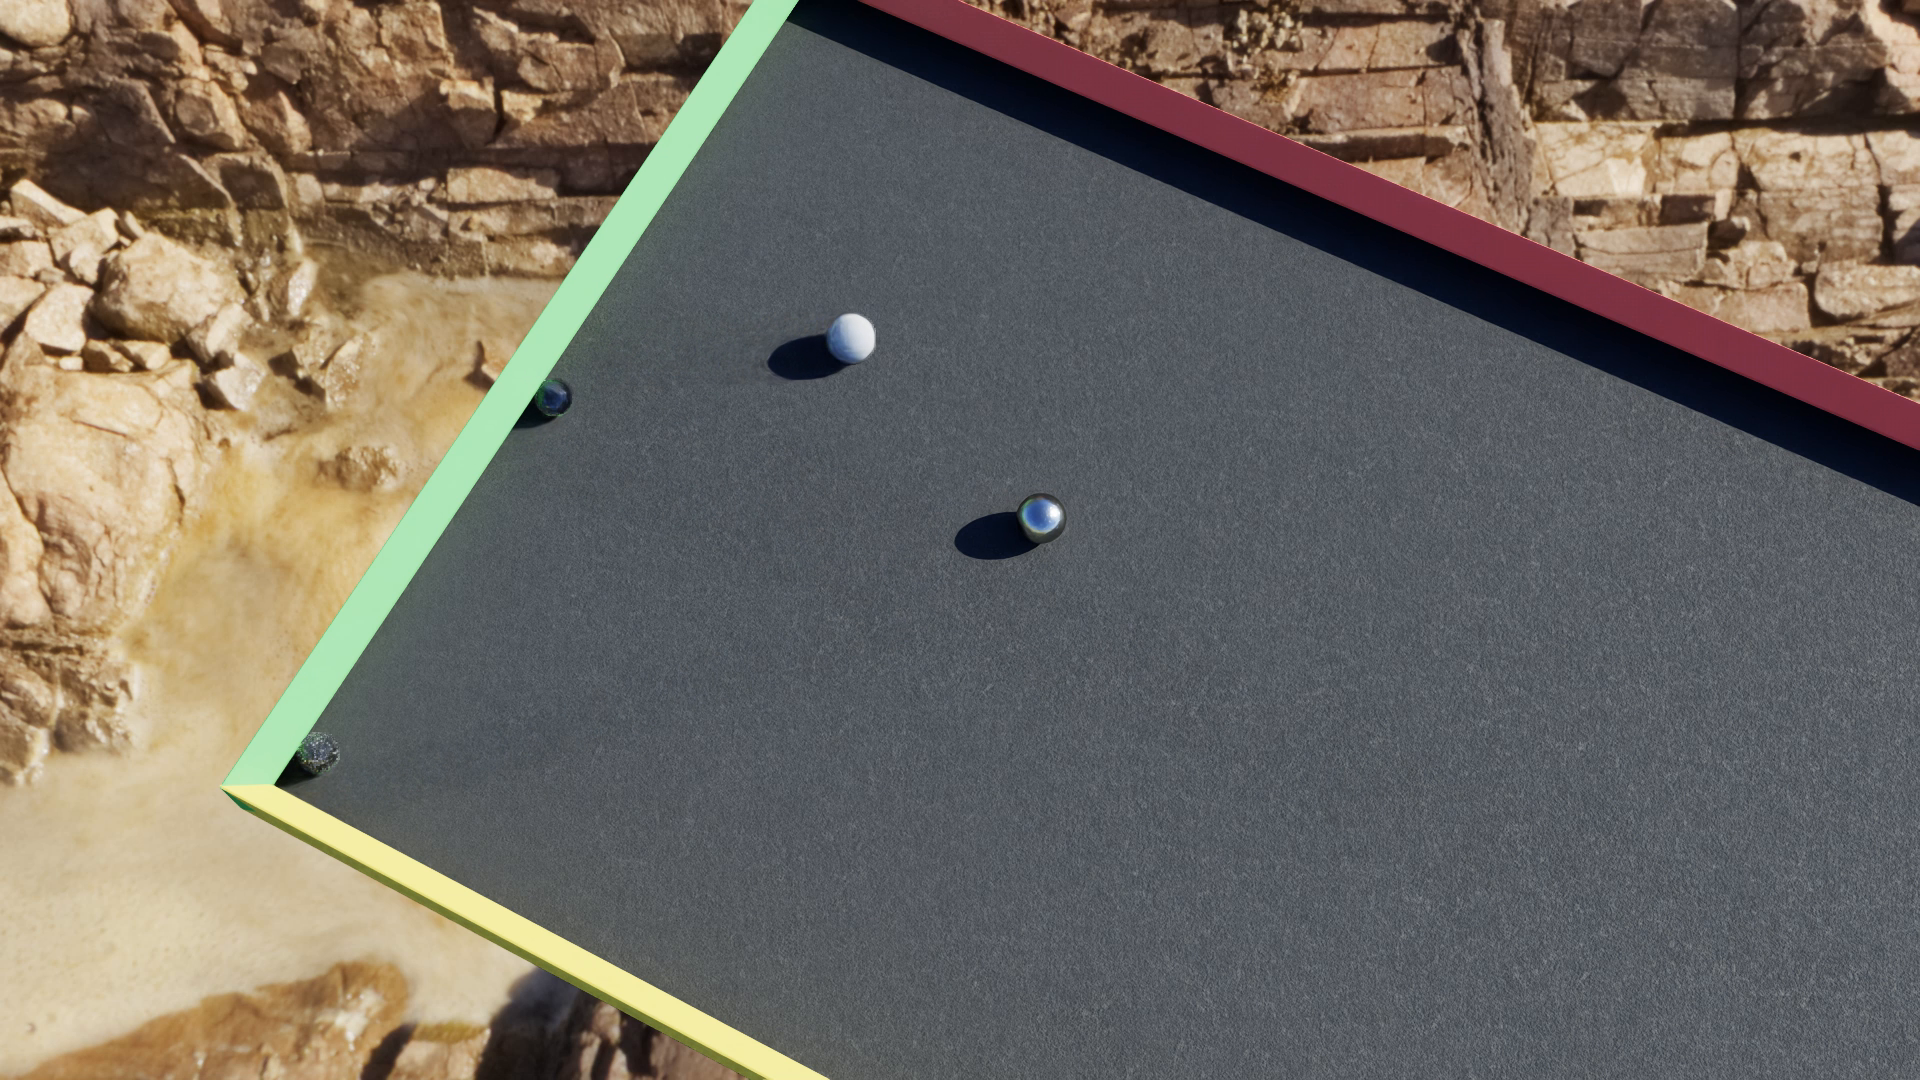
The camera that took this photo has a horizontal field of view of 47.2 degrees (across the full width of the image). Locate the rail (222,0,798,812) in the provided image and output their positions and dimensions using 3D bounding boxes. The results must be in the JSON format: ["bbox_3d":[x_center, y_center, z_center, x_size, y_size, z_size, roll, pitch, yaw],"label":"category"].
[{"bbox_3d":[-0.678,-0.328,3.661,0.045,0.108,1.794,25,68,11],"label":"rail"}]

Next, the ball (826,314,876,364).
[{"bbox_3d":[-0.183,-0.337,3.680,0.083,0.083,0.083,0,66,0],"label":"ball"}]

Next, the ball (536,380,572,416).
[{"bbox_3d":[-0.673,-0.235,3.646,0.062,0.062,0.062,0,66,0],"label":"ball"}]

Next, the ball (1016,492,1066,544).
[{"bbox_3d":[0.131,-0.035,3.546,0.082,0.082,0.082,0,66,0],"label":"ball"}]

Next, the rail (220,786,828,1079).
[{"bbox_3d":[0.298,1.031,3.059,3.144,0.108,0.045,25,68,11],"label":"rail"}]

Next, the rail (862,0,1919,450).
[{"bbox_3d":[1.099,-0.389,3.688,3.144,0.108,0.045,25,68,11],"label":"rail"}]

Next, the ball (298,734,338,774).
[{"bbox_3d":[-0.991,0.330,3.396,0.062,0.062,0.062,0,66,0],"label":"ball"}]
